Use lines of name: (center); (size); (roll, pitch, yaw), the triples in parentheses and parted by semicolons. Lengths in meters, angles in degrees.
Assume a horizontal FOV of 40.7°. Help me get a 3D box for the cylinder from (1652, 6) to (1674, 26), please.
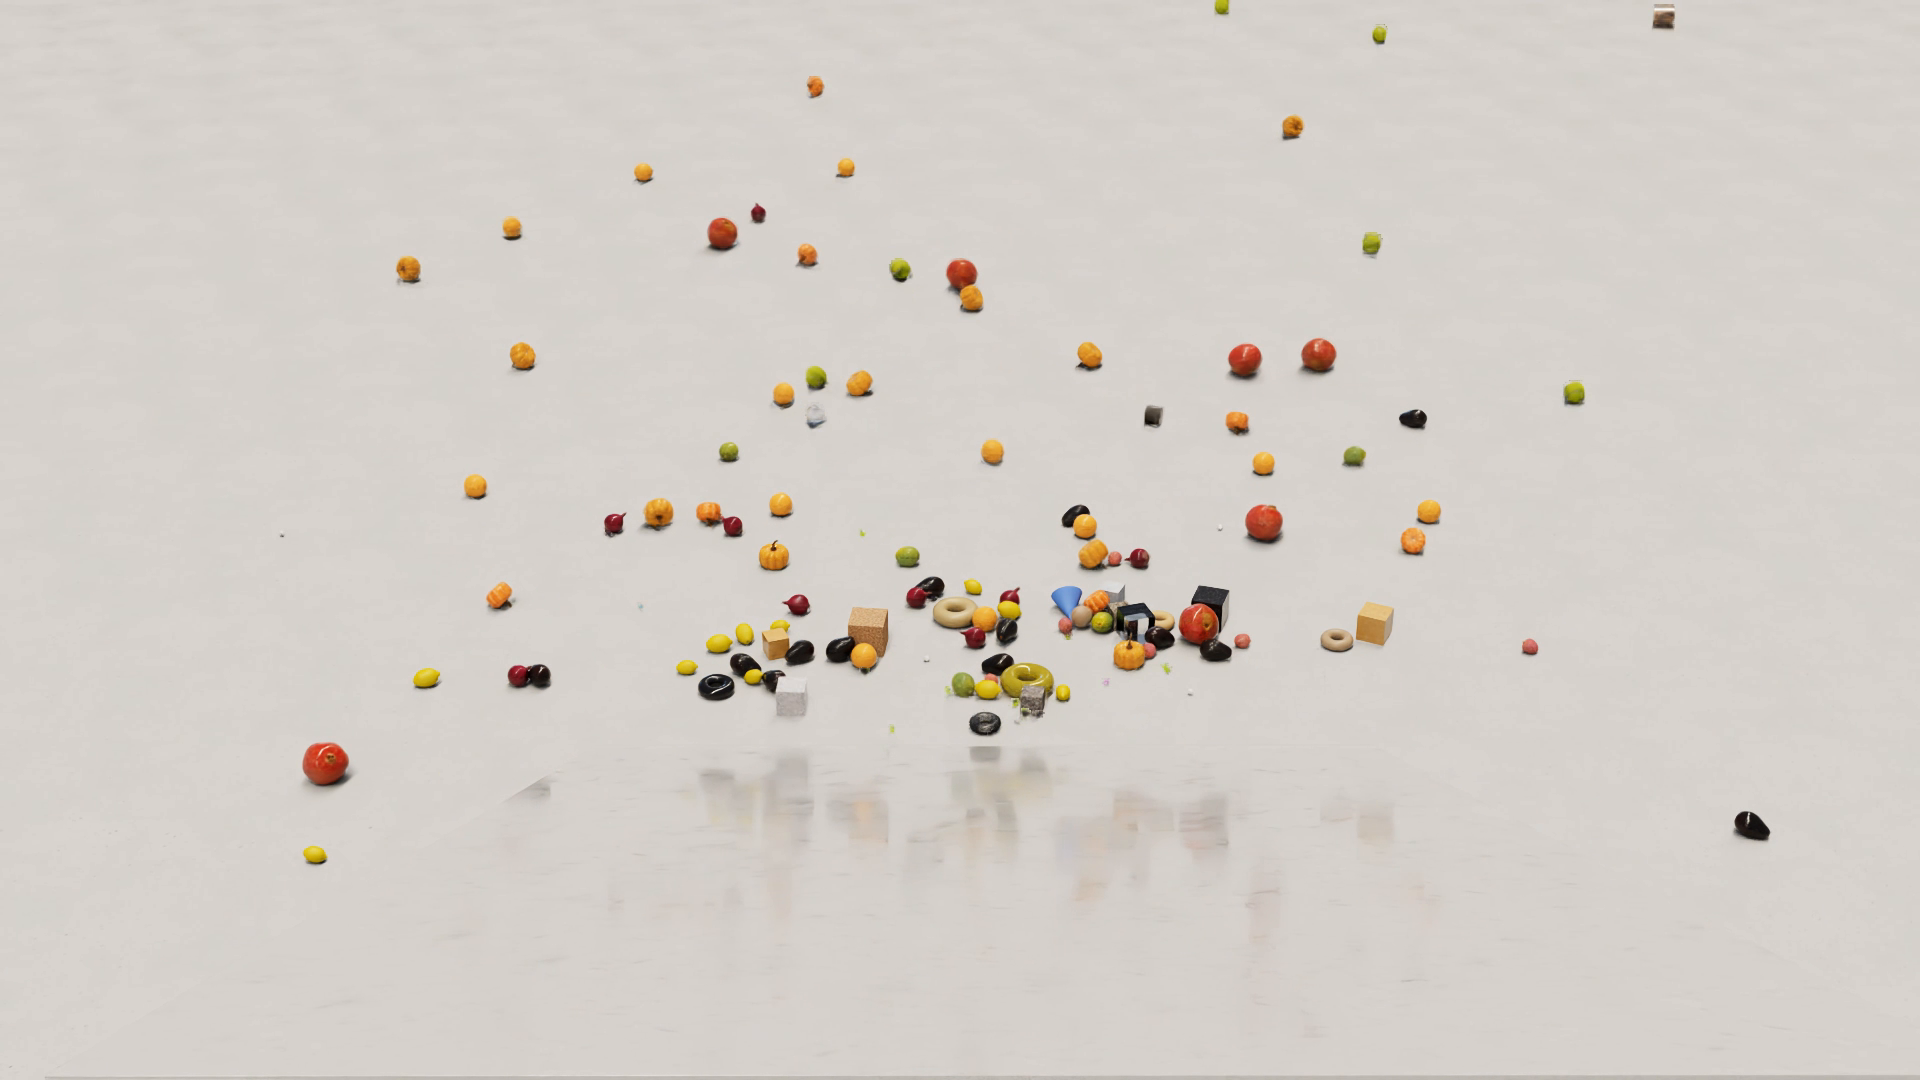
cylinder: (3.263, -2.429, 11.997); (0.090, 0.090, 0.090); (4, 30, 10)

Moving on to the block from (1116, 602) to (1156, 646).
block: (0.493, 0.236, 7.254); (0.082, 0.082, 0.082); (-10, 31, -17)

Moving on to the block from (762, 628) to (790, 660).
block: (-0.511, 0.289, 7.183); (0.060, 0.060, 0.060); (-11, 31, -18)

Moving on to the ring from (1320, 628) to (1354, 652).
ring: (1.054, 0.279, 7.231); (0.093, 0.031, 0.093); (0, 31, 0)

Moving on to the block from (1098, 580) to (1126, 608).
block: (0.436, 0.158, 7.418); (0.058, 0.058, 0.058); (12, 31, 20)

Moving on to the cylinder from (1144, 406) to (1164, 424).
cylinder: (0.631, -0.405, 8.429); (0.052, 0.052, 0.052); (12, 31, 15)

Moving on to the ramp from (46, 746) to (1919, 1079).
ramp: (0.066, 0.587, 4.637); (2.000, 0.100, 4.000); (0, 0, 0)

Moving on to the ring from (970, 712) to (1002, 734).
ring: (0.067, 0.486, 6.864); (0.086, 0.029, 0.086); (-1, 30, 0)

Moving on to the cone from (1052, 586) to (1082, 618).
cone: (0.311, 0.194, 7.373); (0.090, 0.090, 0.090); (-4, 56, -7)

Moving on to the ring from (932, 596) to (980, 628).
ring: (-0.012, 0.205, 7.349); (0.134, 0.045, 0.134); (-1, 28, 0)

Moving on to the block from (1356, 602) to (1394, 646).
block: (1.165, 0.235, 7.259); (0.080, 0.080, 0.080); (13, 32, 22)

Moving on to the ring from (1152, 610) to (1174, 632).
ring: (0.564, 0.229, 7.322); (0.089, 0.030, 0.089); (0, 28, 0)

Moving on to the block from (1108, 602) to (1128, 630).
block: (0.453, 0.215, 7.317); (0.057, 0.057, 0.057); (-8, 30, -14)

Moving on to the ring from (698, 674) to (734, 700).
ring: (-0.661, 0.398, 7.016); (0.101, 0.034, 0.101); (-1, 30, 0)

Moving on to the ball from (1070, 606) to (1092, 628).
ball: (0.344, 0.216, 7.310); (0.062, 0.062, 0.062); (0, 29, 0)

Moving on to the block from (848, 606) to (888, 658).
block: (-0.256, 0.257, 7.201); (0.099, 0.099, 0.099); (3, 29, 6)

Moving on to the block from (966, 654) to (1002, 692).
block: (0.078, 0.373, 7.058); (0.076, 0.076, 0.076); (-36, 36, -1)

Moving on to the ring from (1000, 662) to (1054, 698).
ring: (0.182, 0.383, 7.026); (0.148, 0.049, 0.148); (1, 28, 0)

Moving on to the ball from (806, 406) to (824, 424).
ball: (-0.473, -0.409, 8.427); (0.060, 0.060, 0.060); (0, 29, 0)

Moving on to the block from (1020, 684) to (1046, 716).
block: (0.195, 0.430, 6.933); (0.058, 0.058, 0.058); (5, 30, 9)

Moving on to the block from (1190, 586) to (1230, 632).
block: (0.707, 0.195, 7.319); (0.090, 0.090, 0.090); (9, 31, 16)
